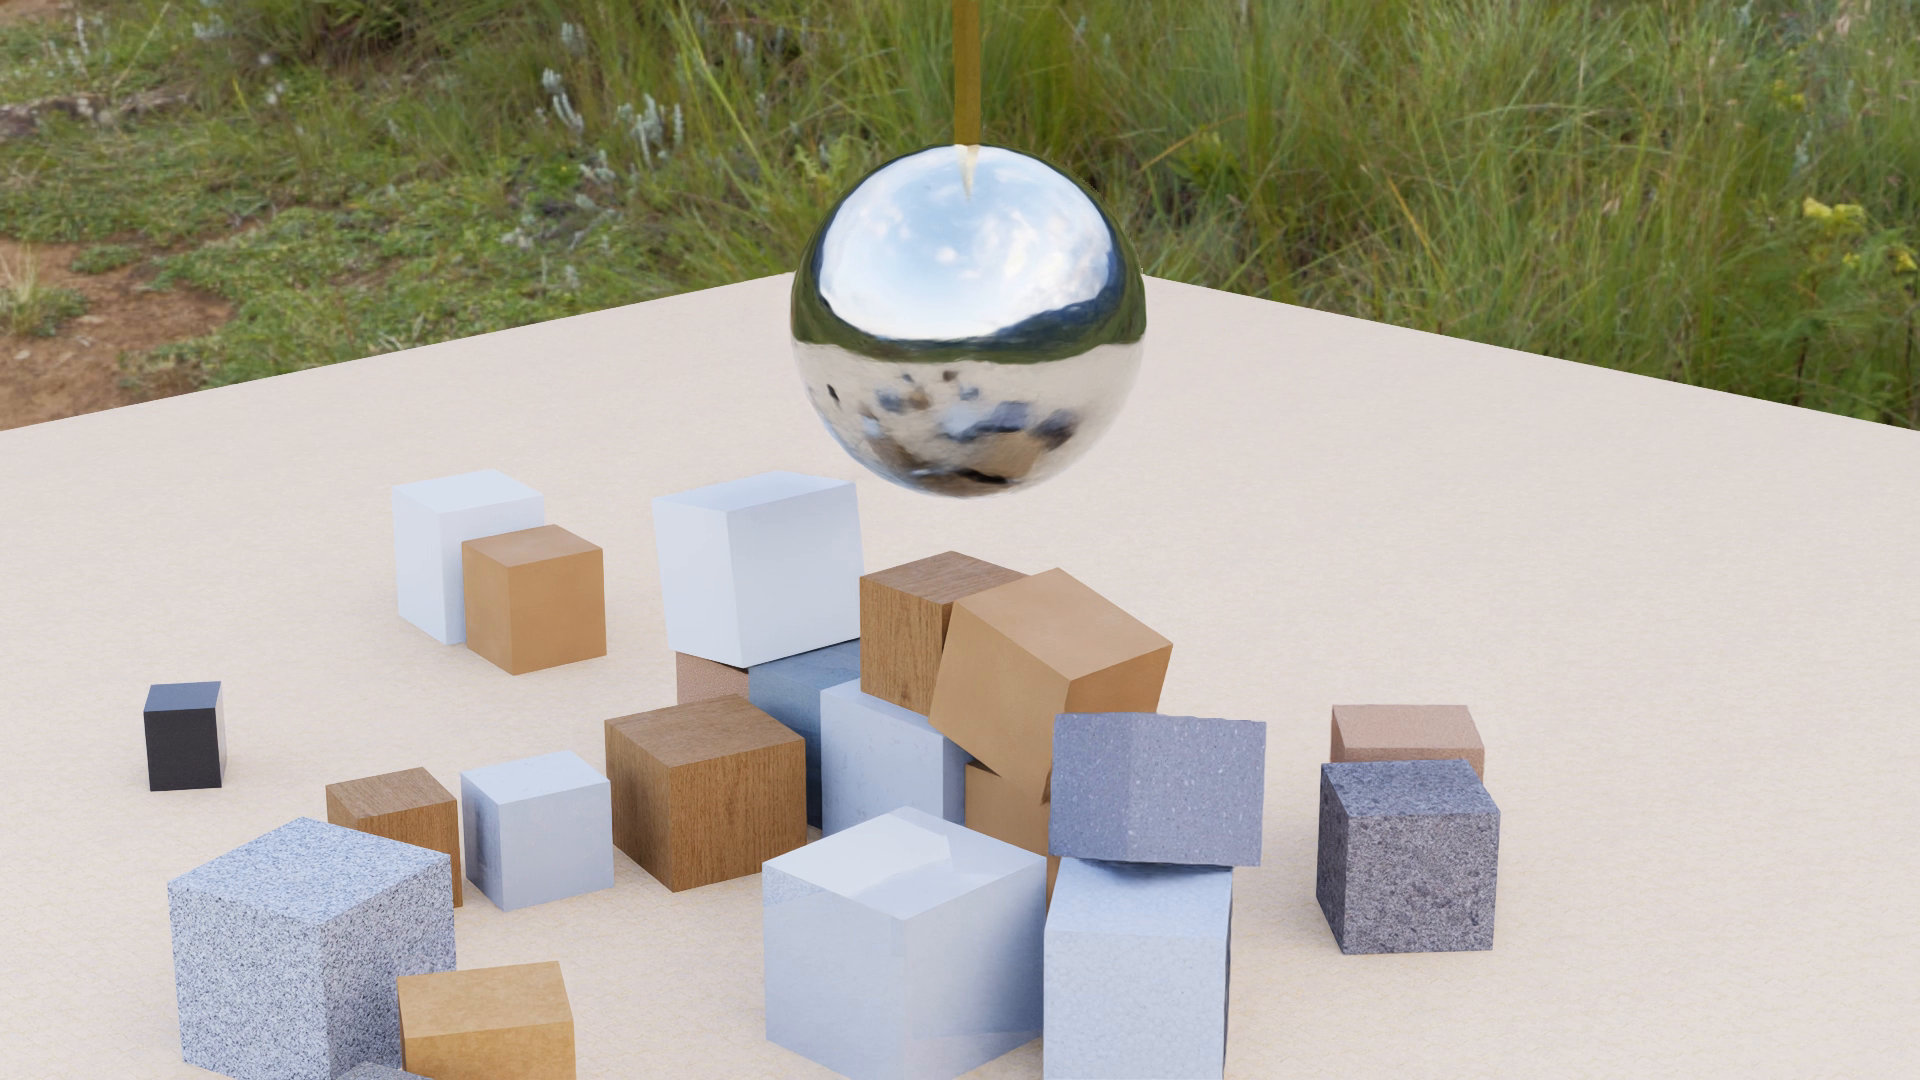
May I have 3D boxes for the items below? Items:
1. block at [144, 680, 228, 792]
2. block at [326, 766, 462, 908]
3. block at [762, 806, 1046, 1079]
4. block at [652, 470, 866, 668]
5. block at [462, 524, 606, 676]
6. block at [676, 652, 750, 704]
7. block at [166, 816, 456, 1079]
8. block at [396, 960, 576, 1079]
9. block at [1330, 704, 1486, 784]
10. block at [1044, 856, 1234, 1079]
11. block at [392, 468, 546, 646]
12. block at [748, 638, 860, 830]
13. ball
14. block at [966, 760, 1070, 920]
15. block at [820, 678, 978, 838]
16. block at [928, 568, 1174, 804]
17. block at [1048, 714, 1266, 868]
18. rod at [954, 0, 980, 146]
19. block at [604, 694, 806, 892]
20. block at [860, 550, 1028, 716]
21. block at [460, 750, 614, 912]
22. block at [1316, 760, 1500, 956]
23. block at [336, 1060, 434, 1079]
[{"bbox_3d":[-3.841,0.972,14.551,0.342,0.421,0.386,-3,18,-9],"label":"block"},{"bbox_3d":[-2.534,1.369,13.128,0.456,0.516,0.451,-10,20,-28],"label":"block"},{"bbox_3d":[-0.220,1.648,11.805,0.788,0.778,0.817,16,23,41],"label":"block"},{"bbox_3d":[-0.977,0.130,14.417,0.757,0.764,0.676,-14,14,-35],"label":"block"},{"bbox_3d":[-2.363,0.325,16.271,0.579,0.624,0.564,-12,21,-33],"label":"block"},{"bbox_3d":[-0.987,0.832,14.655,0.604,0.624,0.600,-16,24,-42],"label":"block"},{"bbox_3d":[-2.572,1.672,11.723,0.787,0.781,0.767,10,20,29],"label":"block"},{"bbox_3d":[-1.770,1.993,10.992,0.610,0.606,0.521,-4,18,-13],"label":"block"},{"bbox_3d":[2.054,1.163,13.565,0.629,0.647,0.548,0,17,1],"label":"block"},{"bbox_3d":[0.711,1.742,11.609,0.693,0.716,0.699,2,18,7],"label":"block"},{"bbox_3d":[-2.799,0.089,16.769,0.644,0.775,0.648,-12,21,-32],"label":"block"},{"bbox_3d":[-0.553,0.933,14.197,0.662,0.707,0.651,-16,24,-42],"label":"block"},{"bbox_3d":[0.036,-0.975,13.073,1.600,1.600,1.600,0,17,0],"label":"ball"},{"bbox_3d":[0.519,1.294,13.201,0.701,0.615,0.700,-17,24,-42],"label":"block"},{"bbox_3d":[-0.024,1.054,13.696,0.941,0.776,0.813,-16,24,-42],"label":"block"},{"bbox_3d":[0.395,0.633,12.929,0.661,0.639,0.720,-17,39,-42],"label":"block"},{"bbox_3d":[0.799,1.016,11.941,0.623,0.581,0.645,5,-6,-26],"label":"block"},{"bbox_3d":[0.015,-4.212,12.034,0.080,5.200,0.080,17,24,42],"label":"rod"},{"bbox_3d":[-1.182,1.164,13.626,0.687,0.609,0.696,-10,20,-29],"label":"block"},{"bbox_3d":[-0.060,0.433,13.450,0.577,0.557,0.551,-16,23,-41],"label":"block"},{"bbox_3d":[-1.917,1.313,13.302,0.537,0.518,0.449,-10,20,-29],"label":"block"},{"bbox_3d":[1.956,1.384,12.861,0.656,0.647,0.612,-1,17,-4],"label":"block"},{"bbox_3d":[-2.038,2.235,10.349,0.513,0.530,0.499,9,19,26],"label":"block"}]
